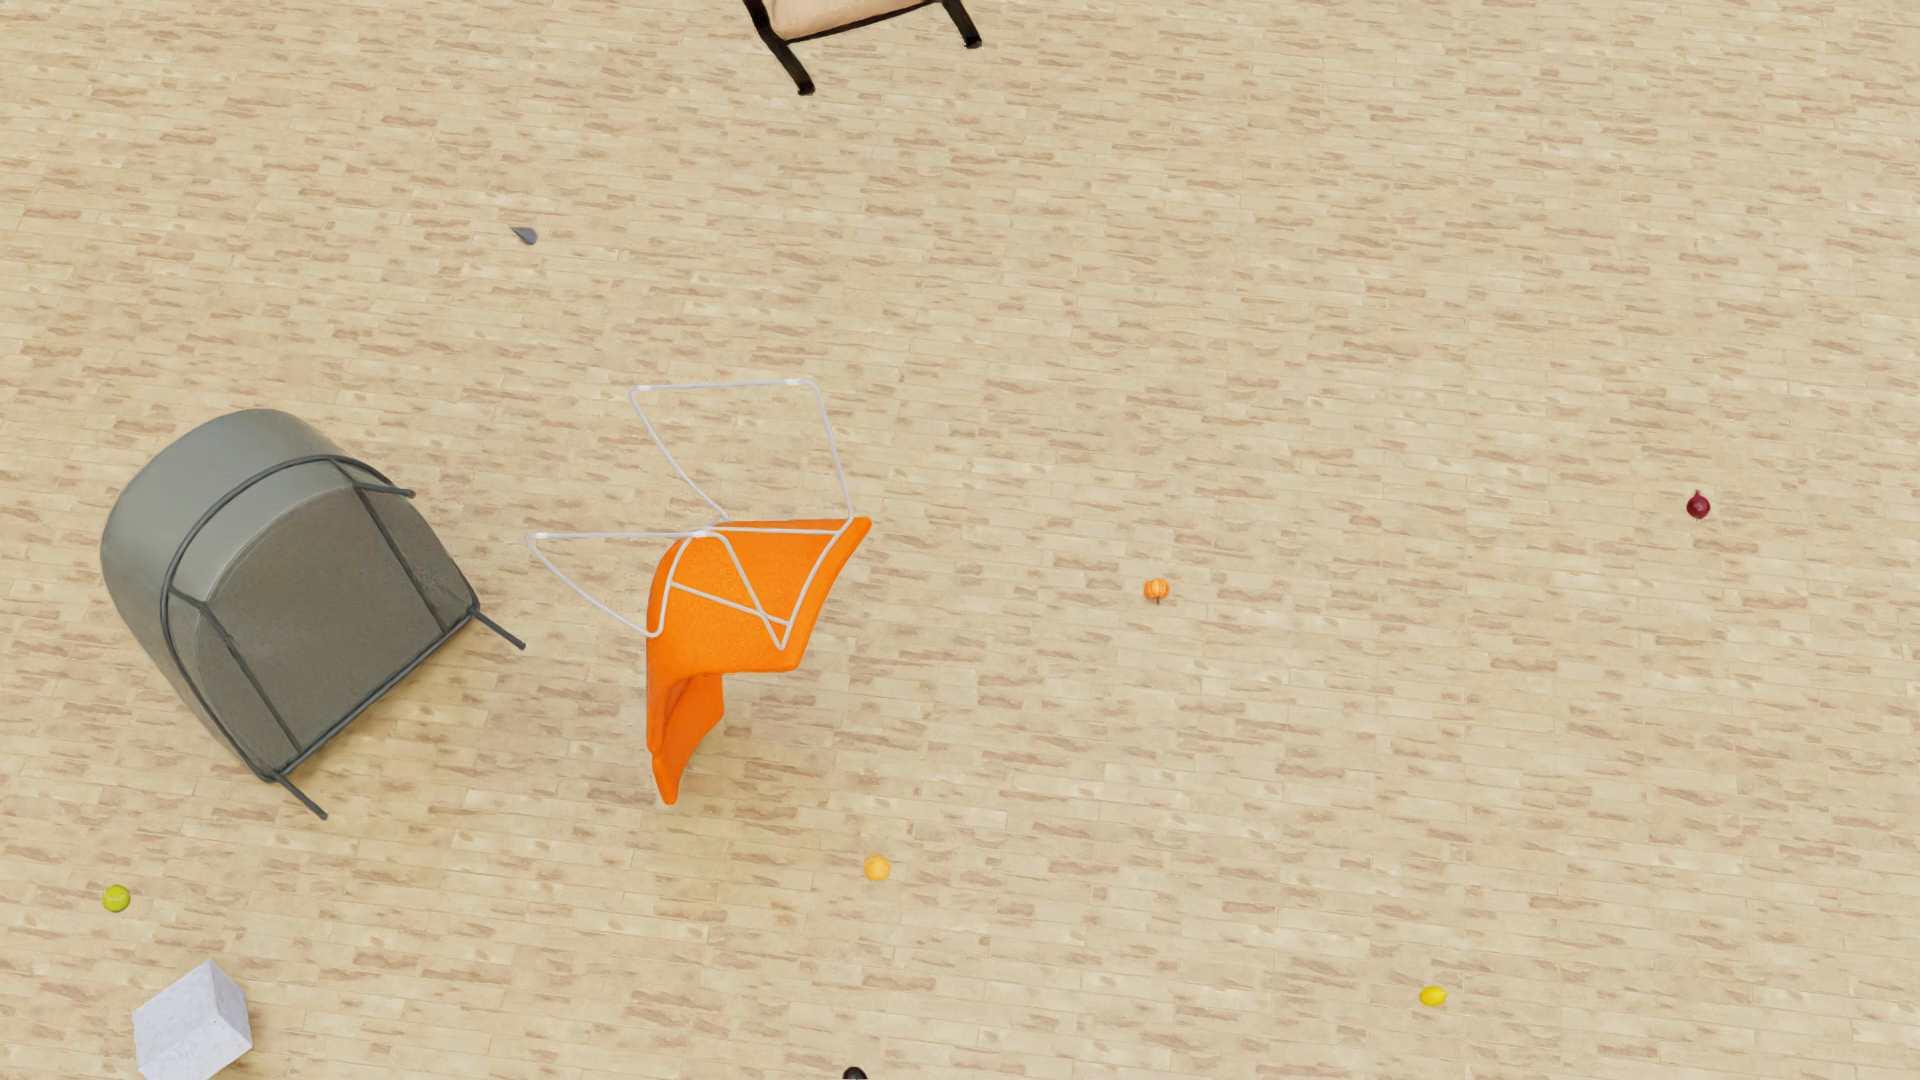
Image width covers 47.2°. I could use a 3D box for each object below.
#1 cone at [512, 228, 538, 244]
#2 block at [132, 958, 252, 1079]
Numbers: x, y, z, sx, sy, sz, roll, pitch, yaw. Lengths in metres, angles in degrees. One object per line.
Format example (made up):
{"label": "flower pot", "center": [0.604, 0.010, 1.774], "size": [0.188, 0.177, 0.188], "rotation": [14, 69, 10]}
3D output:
{"label": "cone", "center": [-1.439, -1.008, 7.187], "size": [0.094, 0.087, 0.052], "rotation": [39, 103, 42]}
{"label": "block", "center": [-1.945, 1.239, 5.567], "size": [0.235, 0.139, 0.245], "rotation": [-35, 33, -5]}
